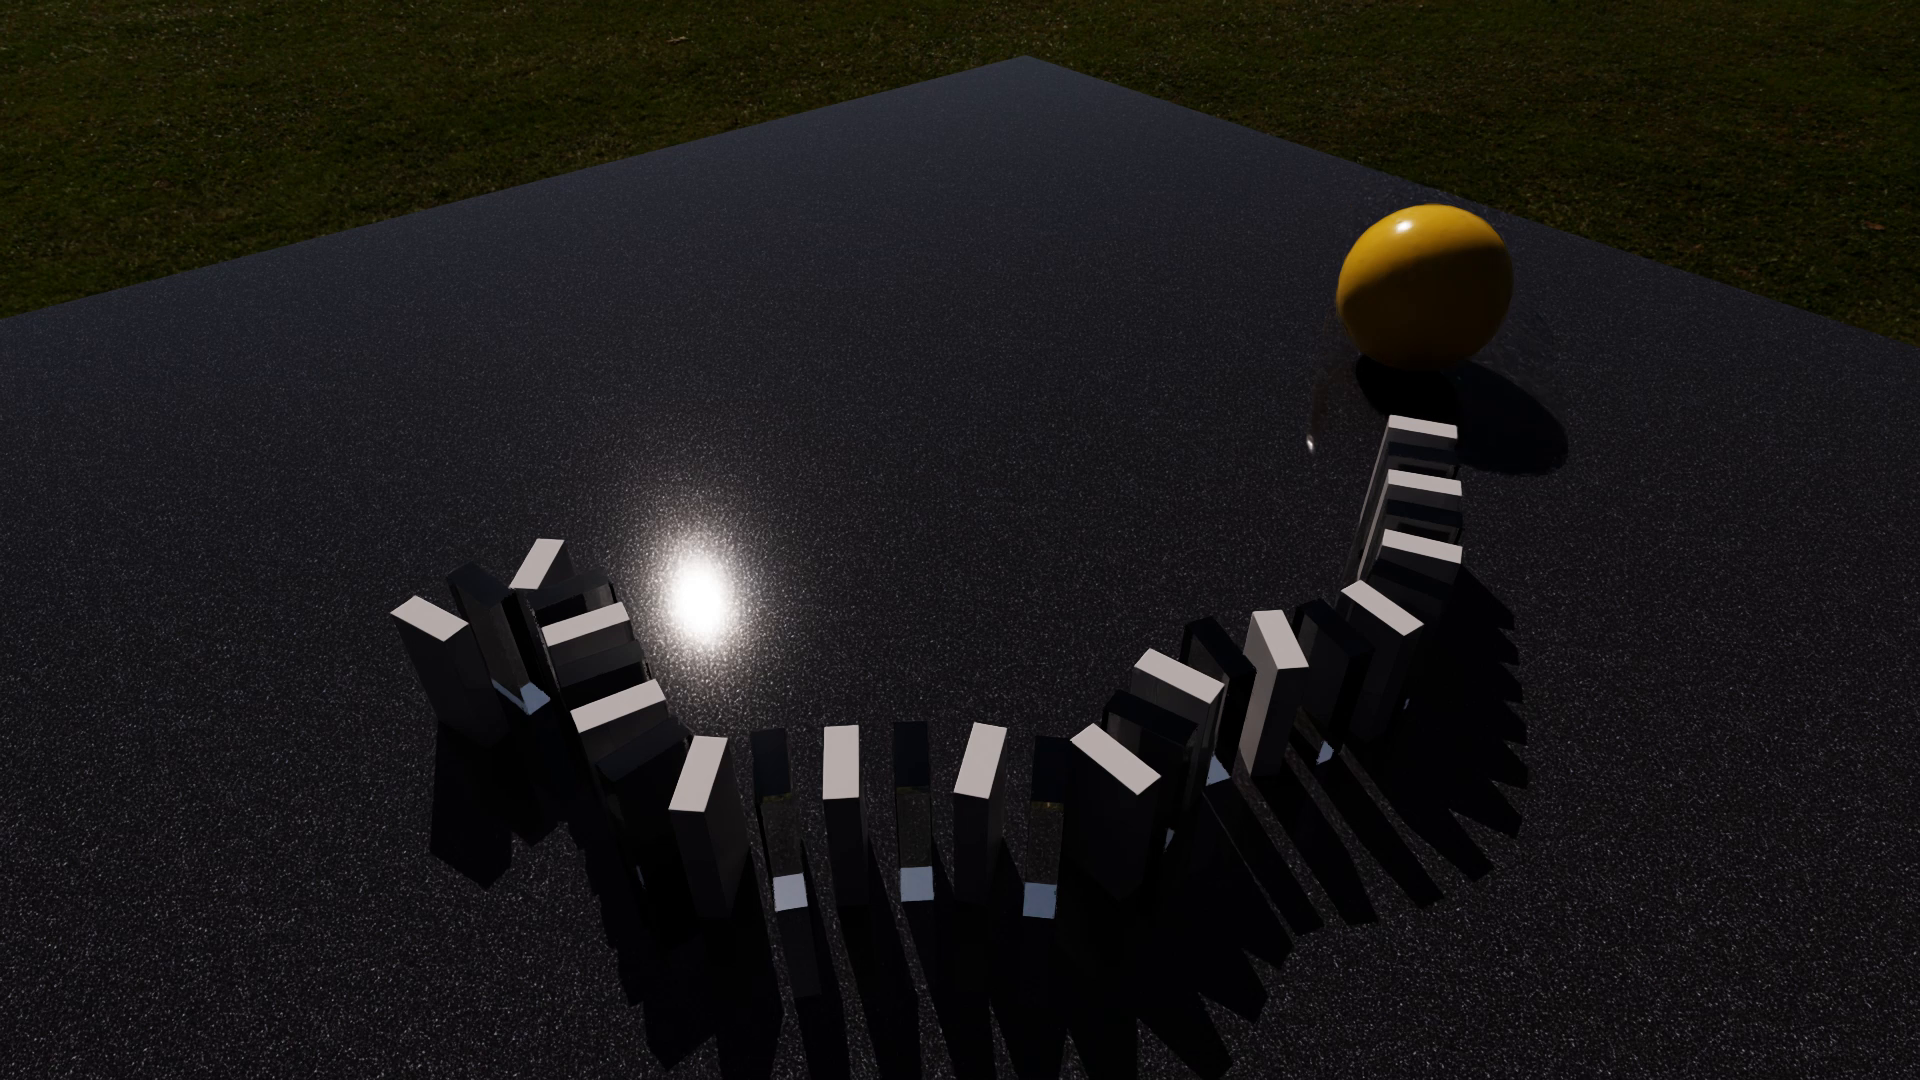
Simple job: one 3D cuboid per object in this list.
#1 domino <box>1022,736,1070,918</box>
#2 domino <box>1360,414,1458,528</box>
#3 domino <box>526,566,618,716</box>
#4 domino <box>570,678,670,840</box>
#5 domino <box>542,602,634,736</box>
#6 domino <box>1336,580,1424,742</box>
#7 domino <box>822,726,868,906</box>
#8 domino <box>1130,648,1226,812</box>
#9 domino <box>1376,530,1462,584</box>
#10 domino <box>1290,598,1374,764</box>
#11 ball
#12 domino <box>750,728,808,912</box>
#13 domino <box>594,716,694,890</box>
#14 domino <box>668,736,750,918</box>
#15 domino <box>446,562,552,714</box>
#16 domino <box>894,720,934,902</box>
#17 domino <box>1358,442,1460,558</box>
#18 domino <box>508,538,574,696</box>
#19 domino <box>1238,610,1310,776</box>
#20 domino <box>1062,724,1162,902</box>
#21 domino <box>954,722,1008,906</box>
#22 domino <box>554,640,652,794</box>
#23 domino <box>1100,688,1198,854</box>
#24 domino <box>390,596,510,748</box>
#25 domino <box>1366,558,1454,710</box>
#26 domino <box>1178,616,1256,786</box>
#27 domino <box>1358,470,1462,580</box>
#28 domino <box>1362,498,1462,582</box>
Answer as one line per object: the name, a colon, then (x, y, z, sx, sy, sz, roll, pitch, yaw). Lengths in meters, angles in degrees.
domino: (0.024, 0.082, 0.312, 0.010, 0.050, 0.025, 4, 40, 5)
domino: (0.179, -0.025, 0.442, 0.025, 0.050, 0.009, 12, 41, 15)
domino: (-0.126, 0.035, 0.369, 0.025, 0.050, 0.010, -23, 45, -26)
domino: (-0.098, 0.067, 0.330, 0.025, 0.050, 0.010, -20, 44, -23)
domino: (-0.116, 0.045, 0.356, 0.025, 0.050, 0.010, -19, 43, -22)
domino: (0.133, 0.040, 0.362, 0.010, 0.050, 0.025, -23, 45, -25)
domino: (-0.032, 0.079, 0.315, 0.010, 0.050, 0.025, -3, 39, -3)
domino: (0.064, 0.059, 0.339, 0.025, 0.050, 0.009, 25, 46, 28)
domino: (0.155, 0.021, 0.385, 0.025, 0.050, 0.010, 15, 42, 17)
domino: (0.116, 0.046, 0.355, 0.009, 0.050, 0.025, -17, 42, -19)
ball: (0.226, -0.123, 0.537, 0.080, 0.080, 0.080, 0, 39, 0)
domino: (-0.051, 0.080, 0.314, 0.009, 0.050, 0.025, -7, 40, -8)
domino: (-0.087, 0.076, 0.318, 0.025, 0.050, 0.010, -31, 49, -32)
domino: (-0.070, 0.082, 0.311, 0.010, 0.050, 0.025, 3, 39, 4)
domino: (-0.155, 0.034, 0.370, 0.025, 0.050, 0.010, 27, 47, 29)
domino: (-0.013, 0.078, 0.316, 0.009, 0.050, 0.025, -2, 39, -3)
domino: (0.174, -0.013, 0.427, 0.025, 0.050, 0.009, 11, 41, 13)
domino: (-0.139, 0.027, 0.378, 0.009, 0.050, 0.025, 3, 39, 3)
domino: (0.098, 0.049, 0.351, 0.009, 0.050, 0.025, -4, 39, -4)
domino: (0.042, 0.079, 0.315, 0.009, 0.050, 0.025, -29, 48, -31)
domino: (0.006, 0.079, 0.315, 0.009, 0.050, 0.025, 9, 40, 10)
domino: (-0.107, 0.056, 0.343, 0.025, 0.050, 0.009, -19, 43, -21)
domino: (0.054, 0.069, 0.327, 0.025, 0.050, 0.010, 22, 44, 25)
domino: (-0.165, 0.044, 0.358, 0.025, 0.050, 0.010, 21, 44, 23)
domino: (0.146, 0.032, 0.372, 0.025, 0.050, 0.010, 24, 45, 27)
domino: (0.079, 0.051, 0.349, 0.009, 0.050, 0.025, -14, 41, -17)
domino: (0.168, -0.001, 0.413, 0.025, 0.050, 0.009, 11, 41, 13)
domino: (0.162, 0.010, 0.399, 0.025, 0.050, 0.009, 12, 41, 15)
